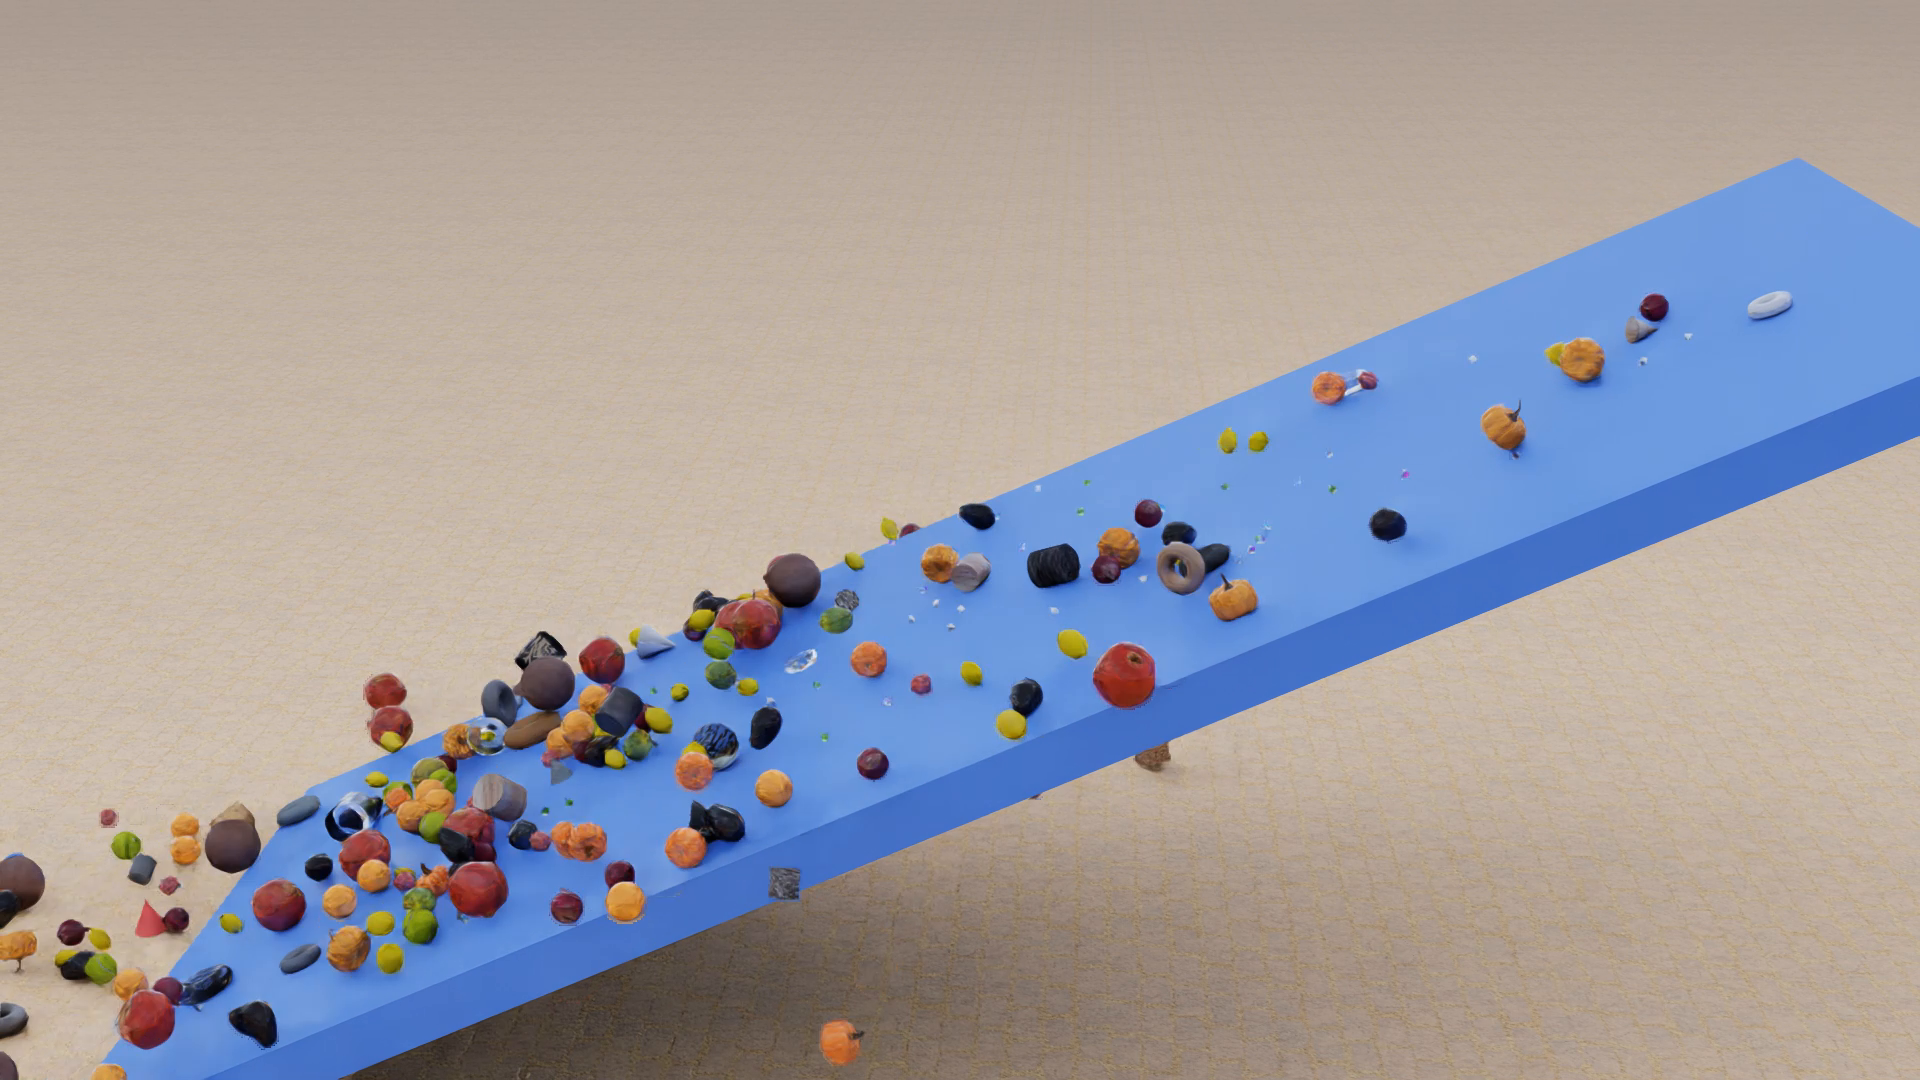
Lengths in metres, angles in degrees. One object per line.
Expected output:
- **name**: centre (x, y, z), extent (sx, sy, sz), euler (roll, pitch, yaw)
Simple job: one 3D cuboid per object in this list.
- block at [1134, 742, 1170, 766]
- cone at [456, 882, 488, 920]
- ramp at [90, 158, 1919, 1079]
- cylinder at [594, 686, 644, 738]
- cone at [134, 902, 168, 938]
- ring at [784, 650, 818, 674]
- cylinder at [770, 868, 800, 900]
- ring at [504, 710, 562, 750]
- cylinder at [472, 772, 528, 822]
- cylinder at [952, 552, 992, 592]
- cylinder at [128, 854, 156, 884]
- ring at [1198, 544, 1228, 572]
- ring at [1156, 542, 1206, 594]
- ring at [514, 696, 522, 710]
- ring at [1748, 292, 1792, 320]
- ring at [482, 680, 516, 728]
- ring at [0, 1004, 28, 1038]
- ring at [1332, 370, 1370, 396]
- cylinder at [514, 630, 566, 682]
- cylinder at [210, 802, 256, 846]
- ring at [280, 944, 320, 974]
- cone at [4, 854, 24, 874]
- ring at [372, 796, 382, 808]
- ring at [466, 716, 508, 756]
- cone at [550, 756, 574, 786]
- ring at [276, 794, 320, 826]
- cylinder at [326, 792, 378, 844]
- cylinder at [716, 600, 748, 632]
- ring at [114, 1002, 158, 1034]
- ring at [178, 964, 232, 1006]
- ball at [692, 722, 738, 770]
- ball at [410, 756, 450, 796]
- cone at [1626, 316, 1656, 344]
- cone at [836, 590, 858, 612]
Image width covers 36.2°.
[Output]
- **block**: centre (0.517, 0.564, 7.955), extent (0.076, 0.076, 0.076), euler (-11, 5, -14)
- **cone**: centre (-0.980, 0.705, 5.819), extent (0.067, 0.067, 0.067), euler (-24, 13, 6)
- **ramp**: centre (0.132, 0.170, 6.284), extent (4.000, 0.100, 2.000), euler (-23, 13, 8)
- **cylinder**: centre (-0.731, 0.369, 6.311), extent (0.077, 0.077, 0.077), euler (9, 51, 31)
- **cone**: centre (-1.887, 0.871, 6.840), extent (0.077, 0.077, 0.077), euler (-4, 21, 2)
- **ring**: centre (-0.351, 0.269, 6.500), extent (0.080, 0.027, 0.080), euler (-25, 12, 6)
- **cylinder**: centre (-0.318, 0.623, 5.337), extent (0.054, 0.054, 0.054), euler (3, -3, 0)
- **ring**: centre (-1.010, 0.448, 6.953), extent (0.146, 0.049, 0.146), euler (-22, 13, 5)
- **cylinder**: centre (-0.983, 0.550, 6.285), extent (0.084, 0.084, 0.084), euler (11, -15, 36)
- **cylinder**: centre (0.025, 0.071, 6.495), extent (0.068, 0.068, 0.068), euler (7, 26, 23)
- **cylinder**: centre (-1.974, 0.796, 7.101), extent (0.053, 0.053, 0.053), euler (3, 52, 10)
- **ring**: centre (0.484, 0.041, 5.840), extent (0.108, 0.036, 0.108), euler (-25, 9, 4)
- **ring**: centre (0.428, 0.055, 5.702), extent (0.106, 0.106, 0.035), euler (10, 22, 33)
- **ring**: centre (-1.136, 0.418, 7.348), extent (0.094, 0.031, 0.094), euler (-25, 12, 5)
- **ring**: centre (1.601, -0.464, 5.810), extent (0.091, 0.030, 0.091), euler (-23, 14, 6)
- **ring**: centre (-1.125, 0.403, 7.183), extent (0.042, 0.126, 0.126), euler (-13, 10, 20)
- **ring**: centre (-2.070, 1.034, 6.321), extent (0.129, 0.043, 0.129), euler (-1, 16, 0)
- **ring**: centre (0.891, -0.358, 6.703), extent (0.093, 0.031, 0.093), euler (-23, 14, 6)
- **cylinder**: centre (-1.050, 0.292, 7.360), extent (0.091, 0.091, 0.091), euler (15, 56, 44)
- **cylinder**: centre (-1.820, 0.711, 7.358), extent (0.079, 0.079, 0.079), euler (12, 38, 37)
- **ring**: centre (-1.343, 0.852, 5.990), extent (0.089, 0.030, 0.089), euler (-23, 14, 6)
- **cone**: centre (-2.303, 0.803, 7.189), extent (0.054, 0.054, 0.054), euler (-10, 36, -33)
- **ring**: centre (-1.410, 0.635, 6.993), extent (0.079, 0.026, 0.079), euler (-23, 10, 5)
- **ring**: centre (-1.123, 0.467, 7.003), extent (0.105, 0.035, 0.105), euler (8, 50, -10)
- **cone**: centre (-0.892, 0.502, 6.496), extent (0.058, 0.058, 0.058), euler (-24, 13, 6)
- **ring**: centre (-1.632, 0.667, 7.250), extent (0.115, 0.038, 0.115), euler (-25, 12, 6)
- **cylinder**: centre (-1.407, 0.641, 6.800), extent (0.093, 0.093, 0.093), euler (2, 17, 9)
- **cylinder**: centre (-0.553, 0.183, 7.148), extent (0.057, 0.057, 0.057), euler (-24, 13, 6)
- **ring**: centre (-1.711, 0.993, 6.102), extent (0.098, 0.033, 0.098), euler (-23, 14, 6)
- **ring**: centre (-1.565, 0.922, 6.098), extent (0.122, 0.041, 0.122), euler (-25, 12, 6)
- **ball**: centre (-0.500, 0.422, 6.002), extent (0.096, 0.096, 0.096), euler (0, 15, 0)
- **ball**: centre (-1.235, 0.551, 6.860), extent (0.091, 0.091, 0.091), euler (0, 15, 0)
- **cone**: centre (1.407, -0.432, 6.048), extent (0.058, 0.058, 0.058), euler (0, 15, -12)
- **cone**: centre (-0.262, 0.149, 6.818), extent (0.054, 0.054, 0.054), euler (0, -16, -1)
